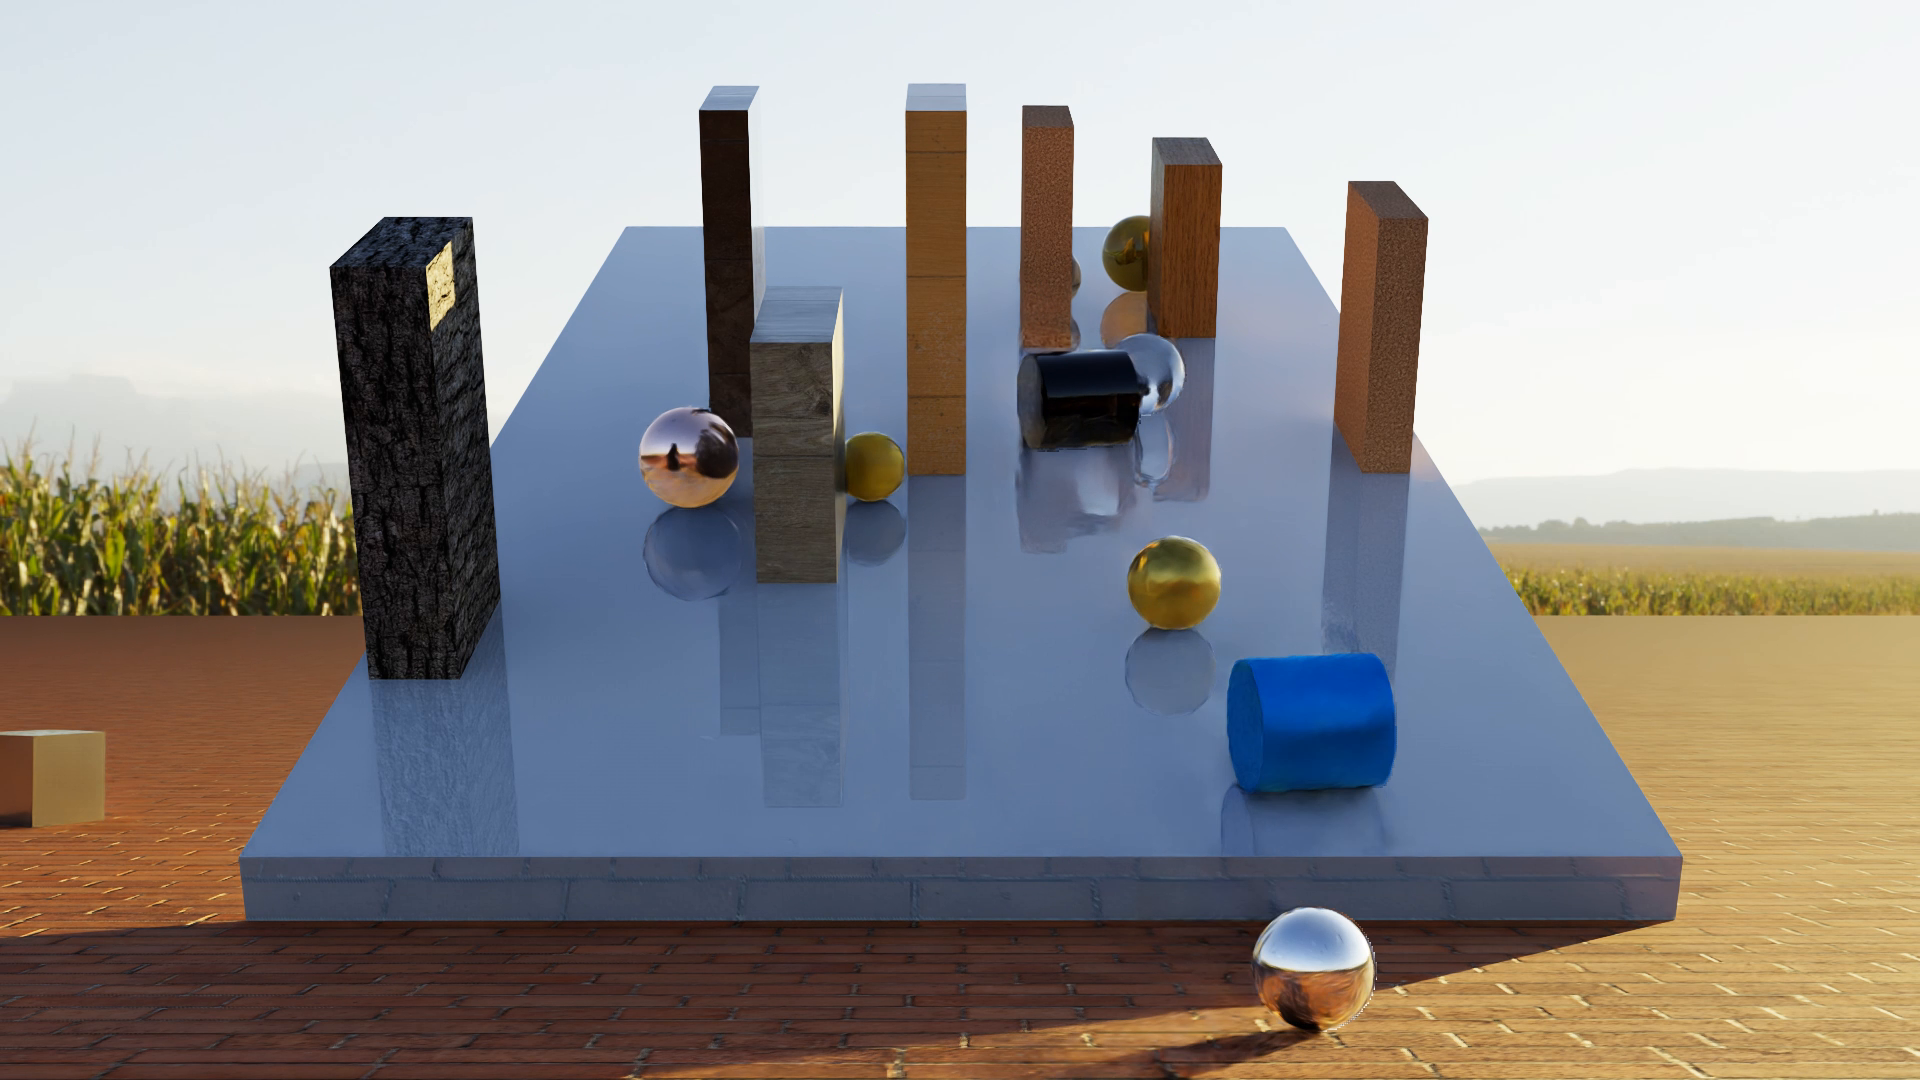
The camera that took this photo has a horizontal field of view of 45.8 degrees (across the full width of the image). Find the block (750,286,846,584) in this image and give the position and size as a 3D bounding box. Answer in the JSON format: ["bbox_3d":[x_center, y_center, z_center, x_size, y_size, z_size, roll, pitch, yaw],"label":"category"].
[{"bbox_3d":[-0.296,-0.204,4.227,0.145,0.451,0.406,0,20,0],"label":"block"}]

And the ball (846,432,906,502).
[{"bbox_3d":[-0.178,-0.146,4.521,0.140,0.140,0.140,0,-2,0],"label":"ball"}]

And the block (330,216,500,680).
[{"bbox_3d":[-0.891,-0.157,3.759,0.148,0.687,0.361,0,20,0],"label":"block"}]

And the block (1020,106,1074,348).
[{"bbox_3d":[0.214,-0.784,5.660,0.116,0.545,0.309,0,20,0],"label":"block"}]

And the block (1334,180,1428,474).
[{"bbox_3d":[0.882,-0.455,4.789,0.099,0.535,0.379,0,20,0],"label":"block"}]

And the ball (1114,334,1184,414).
[{"bbox_3d":[0.413,-0.373,5.078,0.178,0.178,0.178,0,-2,0],"label":"ball"}]

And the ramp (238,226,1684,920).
[{"bbox_3d":[-0.005,-0.210,5.037,2.000,0.100,4.000,0,20,0],"label":"ramp"}]

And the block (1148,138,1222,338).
[{"bbox_3d":[0.570,-0.777,5.798,0.142,0.436,0.372,0,20,0],"label":"block"}]

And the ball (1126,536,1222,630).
[{"bbox_3d":[0.367,0.074,3.896,0.163,0.163,0.163,0,-2,0],"label":"ball"}]

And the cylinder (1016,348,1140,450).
[{"bbox_3d":[0.249,-0.300,4.838,0.204,0.204,0.204,-5,0,-17],"label":"cylinder"}]

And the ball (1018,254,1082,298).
[{"bbox_3d":[0.235,-0.690,5.949,0.167,0.167,0.167,0,-2,0],"label":"ball"}]

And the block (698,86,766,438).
[{"bbox_3d":[-0.489,-0.609,4.950,0.102,0.707,0.316,0,20,0],"label":"block"}]

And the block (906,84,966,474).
[{"bbox_3d":[-0.048,-0.545,4.719,0.121,0.749,0.336,0,20,0],"label":"block"}]

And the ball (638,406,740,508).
[{"bbox_3d":[-0.534,-0.164,4.480,0.199,0.199,0.199,0,-2,0],"label":"ball"}]

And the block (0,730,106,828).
[{"bbox_3d":[-1.889,0.486,4.652,0.182,0.182,0.182,-1,-2,27],"label":"block"}]

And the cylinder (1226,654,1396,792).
[{"bbox_3d":[0.511,0.267,3.323,0.195,0.195,0.195,-2,-1,-9],"label":"cylinder"}]

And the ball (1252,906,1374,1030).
[{"bbox_3d":[0.366,0.444,2.358,0.126,0.126,0.126,0,-2,0],"label":"ball"}]

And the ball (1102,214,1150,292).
[{"bbox_3d":[0.484,-0.771,6.108,0.208,0.208,0.208,0,-2,0],"label":"ball"}]
